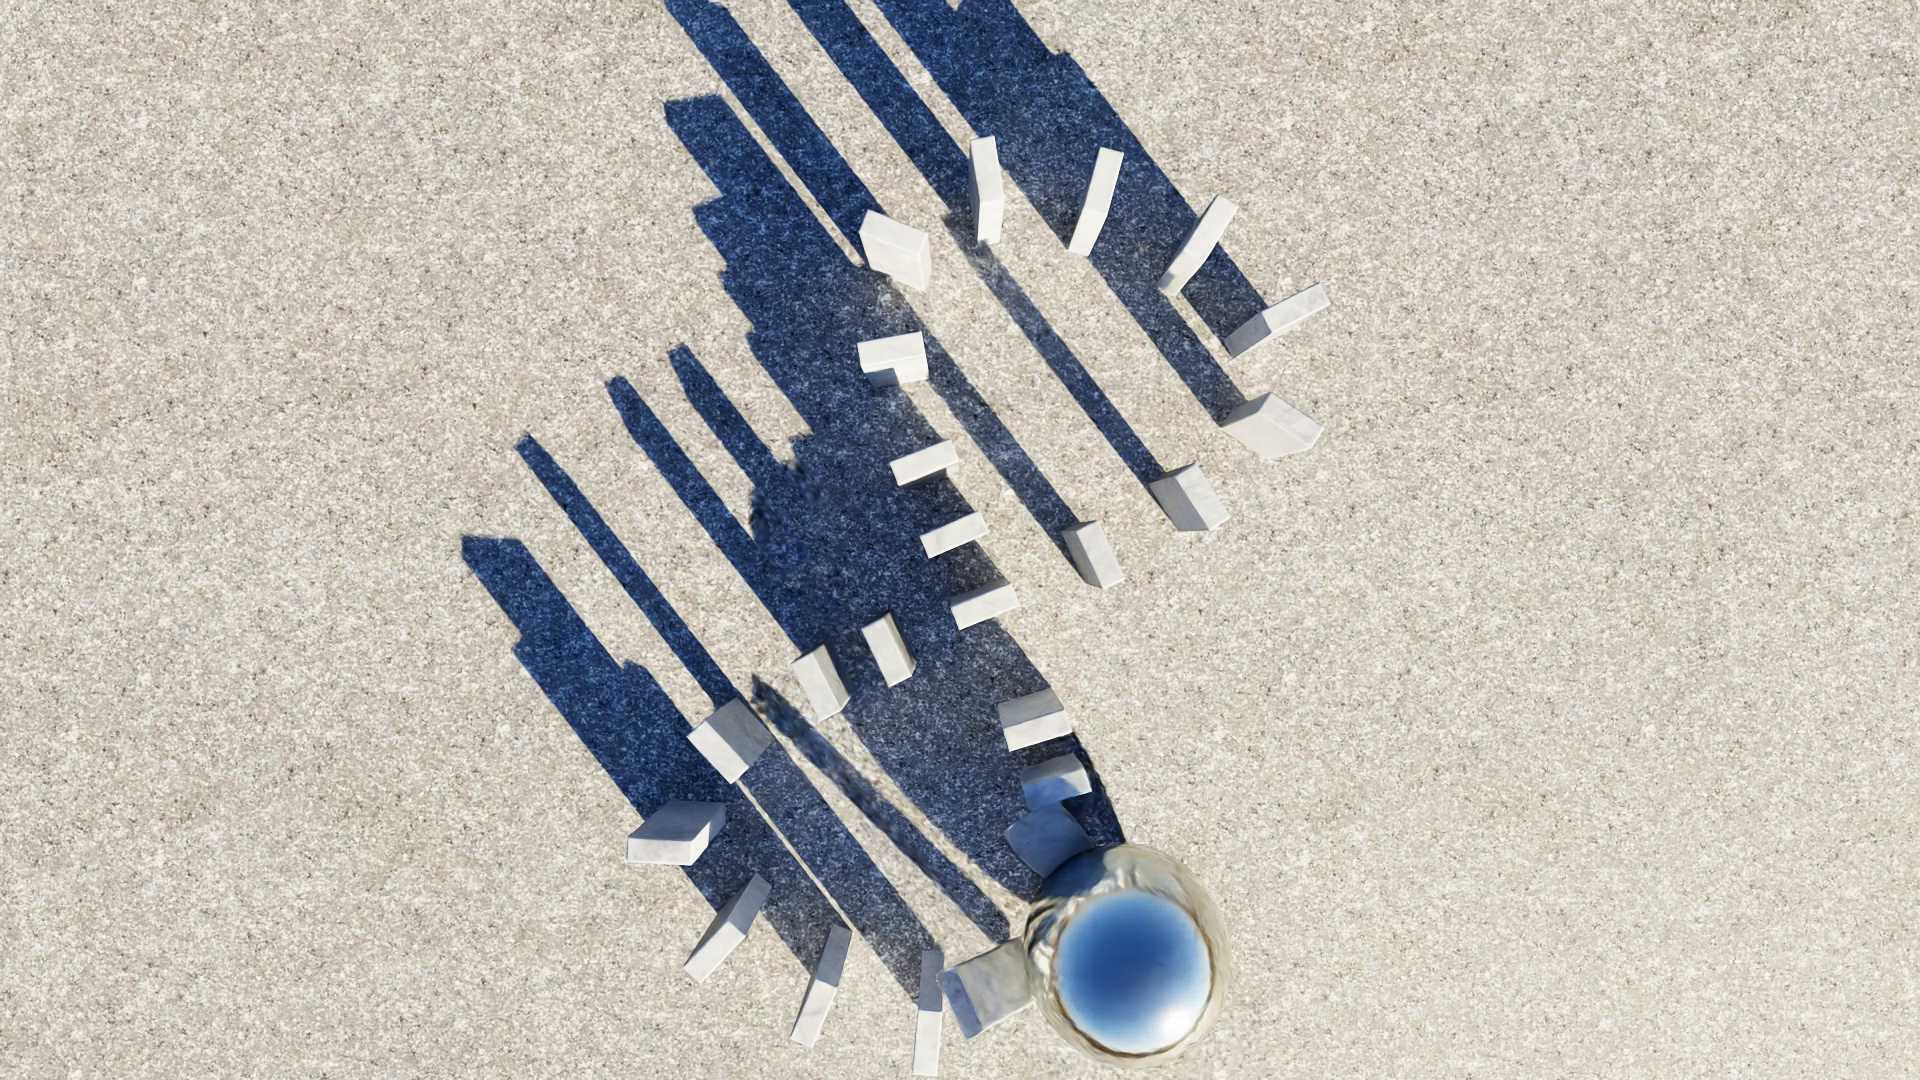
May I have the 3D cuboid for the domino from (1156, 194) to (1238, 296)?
[{"bbox_3d":[0.096,-0.119,0.375,0.009,0.050,0.025,32,90,0],"label":"domino"}]

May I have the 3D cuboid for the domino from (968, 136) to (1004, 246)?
[{"bbox_3d":[0.010,-0.142,0.375,0.009,0.050,0.025,-9,90,0],"label":"domino"}]

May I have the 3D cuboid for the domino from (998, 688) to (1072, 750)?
[{"bbox_3d":[0.029,0.073,0.375,0.025,0.050,0.010,-17,90,0],"label":"domino"}]

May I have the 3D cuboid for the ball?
[{"bbox_3d":[0.065,0.161,0.359,0.080,0.080,0.080,0,90,0],"label":"ball"}]

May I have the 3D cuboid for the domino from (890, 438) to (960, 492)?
[{"bbox_3d":[-0.014,-0.030,0.375,0.025,0.050,0.010,-21,90,0],"label":"domino"}]

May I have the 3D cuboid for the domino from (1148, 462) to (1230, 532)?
[{"bbox_3d":[0.093,-0.017,0.375,0.010,0.050,0.025,-33,90,0],"label":"domino"}]

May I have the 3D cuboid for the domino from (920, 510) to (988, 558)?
[{"bbox_3d":[-0.002,-0.002,0.375,0.025,0.050,0.010,-23,90,0],"label":"domino"}]

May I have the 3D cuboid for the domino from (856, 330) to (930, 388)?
[{"bbox_3d":[-0.026,-0.073,0.375,0.025,0.050,0.009,-10,90,0],"label":"domino"}]

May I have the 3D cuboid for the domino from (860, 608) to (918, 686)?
[{"bbox_3d":[-0.028,0.043,0.375,0.010,0.050,0.025,-26,90,0],"label":"domino"}]

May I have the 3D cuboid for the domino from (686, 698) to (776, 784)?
[{"bbox_3d":[-0.093,0.081,0.375,0.009,0.050,0.025,-43,90,0],"label":"domino"}]

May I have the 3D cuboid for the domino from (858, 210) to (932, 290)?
[{"bbox_3d":[-0.025,-0.118,0.375,0.025,0.050,0.009,22,90,0],"label":"domino"}]

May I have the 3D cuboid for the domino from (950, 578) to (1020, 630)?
[{"bbox_3d":[0.010,0.025,0.375,0.025,0.050,0.010,-22,90,0],"label":"domino"}]

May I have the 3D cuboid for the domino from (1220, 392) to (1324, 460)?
[{"bbox_3d":[0.126,-0.046,0.375,0.025,0.050,0.009,33,90,0],"label":"domino"}]

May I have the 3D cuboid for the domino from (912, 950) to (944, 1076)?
[{"bbox_3d":[-0.013,0.192,0.375,0.010,0.050,0.025,5,90,0],"label":"domino"}]

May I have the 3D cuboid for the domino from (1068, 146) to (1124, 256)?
[{"bbox_3d":[0.055,-0.137,0.375,0.010,0.050,0.025,15,90,0],"label":"domino"}]

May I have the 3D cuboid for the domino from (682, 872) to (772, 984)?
[{"bbox_3d":[-0.094,0.157,0.375,0.010,0.050,0.025,43,90,0],"label":"domino"}]

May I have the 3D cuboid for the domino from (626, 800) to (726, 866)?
[{"bbox_3d":[-0.115,0.119,0.375,0.025,0.050,0.009,3,90,0],"label":"domino"}]

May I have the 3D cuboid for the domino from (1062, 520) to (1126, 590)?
[{"bbox_3d":[0.054,0.006,0.375,0.009,0.050,0.025,-25,90,0],"label":"domino"}]

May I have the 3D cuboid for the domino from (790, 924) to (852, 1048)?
[{"bbox_3d":[-0.056,0.181,0.375,0.010,0.050,0.025,23,90,0],"label":"domino"}]

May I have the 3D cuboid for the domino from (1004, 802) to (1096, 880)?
[{"bbox_3d":[0.039,0.126,0.379,0.025,0.050,0.009,-35,46,0],"label":"domino"}]

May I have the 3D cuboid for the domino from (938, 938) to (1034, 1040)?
[{"bbox_3d":[0.014,0.181,0.372,0.010,0.050,0.025,-41,62,23],"label":"domino"}]

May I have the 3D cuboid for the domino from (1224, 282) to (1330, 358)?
[{"bbox_3d":[0.128,-0.089,0.375,0.025,0.050,0.010,-27,90,0],"label":"domino"}]

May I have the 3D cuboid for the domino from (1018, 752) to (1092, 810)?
[{"bbox_3d":[0.038,0.098,0.375,0.025,0.050,0.009,-18,83,0],"label":"domino"}]

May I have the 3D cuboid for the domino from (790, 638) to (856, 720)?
[{"bbox_3d":[-0.055,0.056,0.375,0.009,0.050,0.025,-27,90,0],"label":"domino"}]
